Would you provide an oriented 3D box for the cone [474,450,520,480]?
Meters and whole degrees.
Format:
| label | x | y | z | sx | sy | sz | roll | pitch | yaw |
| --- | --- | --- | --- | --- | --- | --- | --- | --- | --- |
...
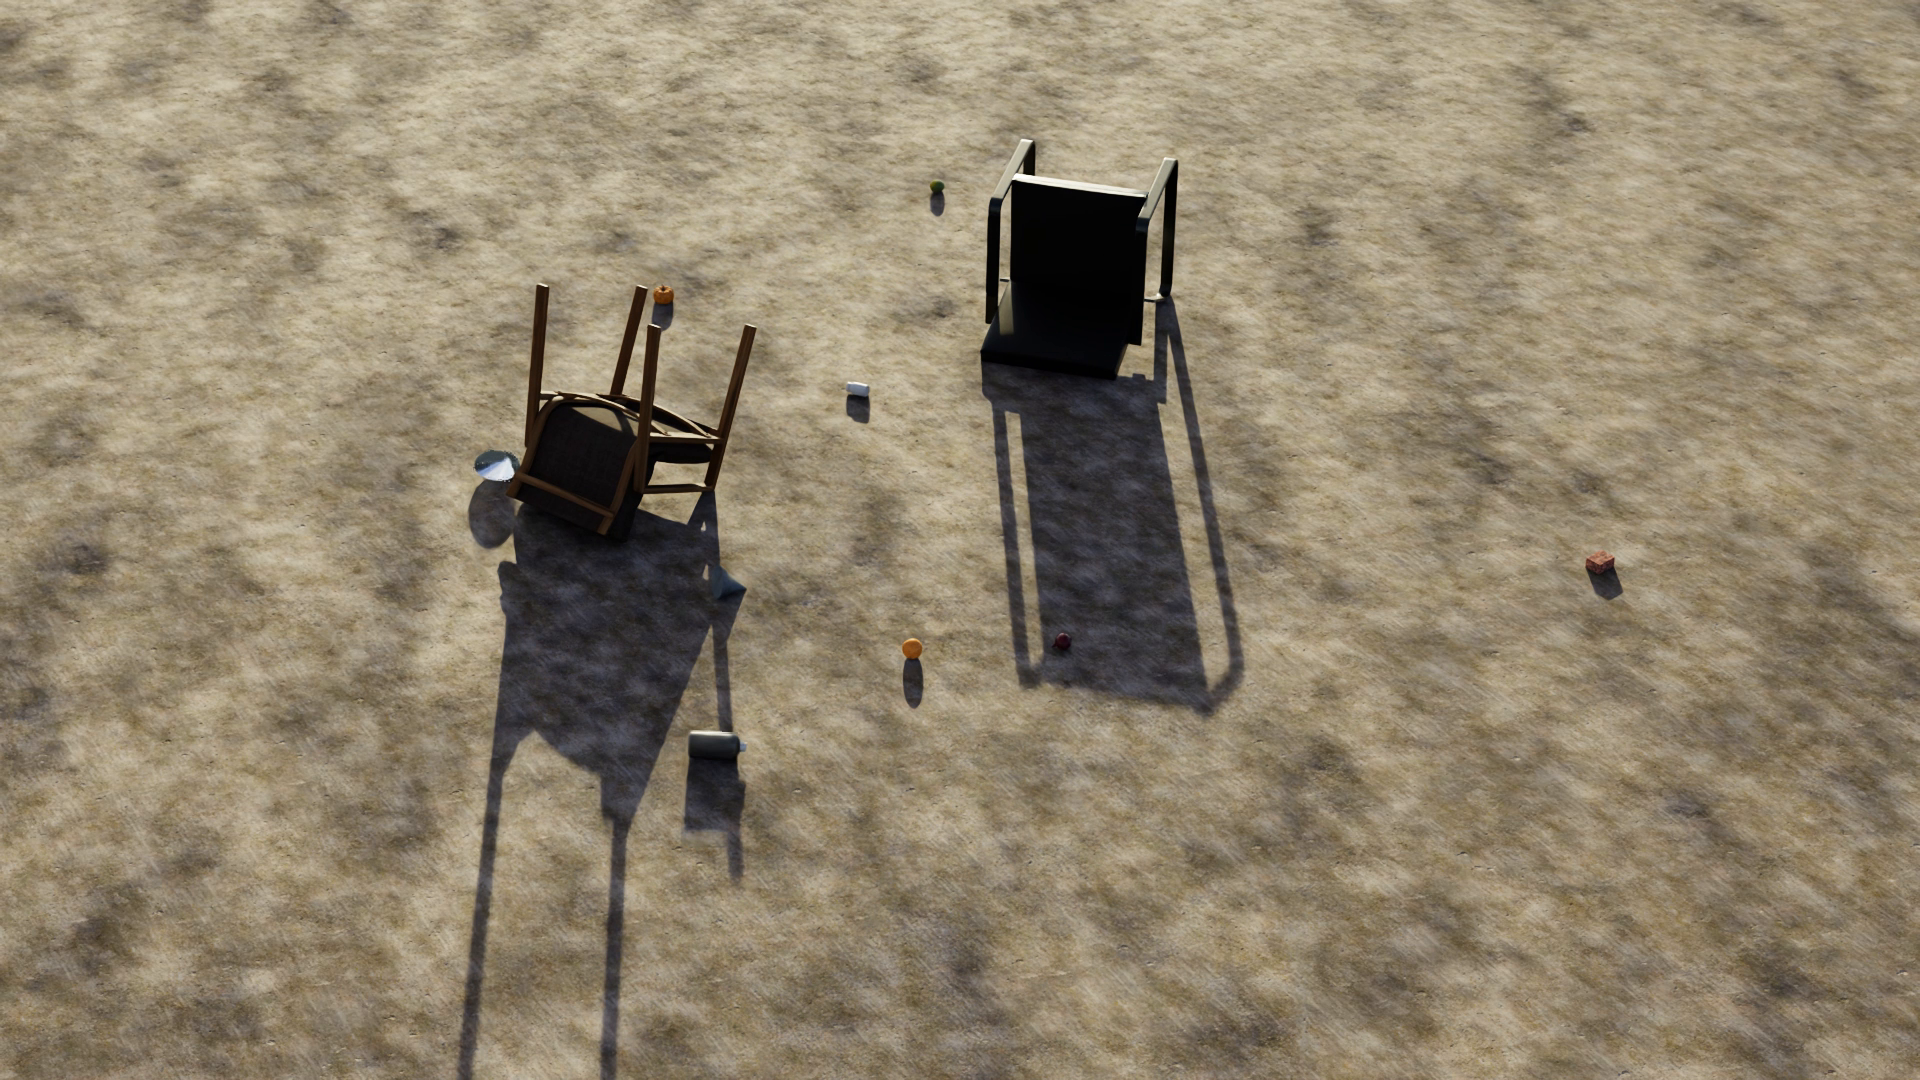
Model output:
| label | x | y | z | sx | sy | sz | roll | pitch | yaw |
| --- | --- | --- | --- | --- | --- | --- | --- | --- | --- |
| cone | -1.757 | -0.314 | 11.367 | 0.187 | 0.120 | 0.204 | 0 | 16 | 14 |

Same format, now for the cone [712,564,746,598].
| label | x | y | z | sx | sy | sz | roll | pitch | yaw |
| --- | --- | --- | --- | --- | --- | --- | --- | --- | --- |
| cone | -0.828 | 0.163 | 10.655 | 0.115 | 0.098 | 0.171 | 14 | 28 | -22 |

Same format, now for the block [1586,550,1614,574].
| label | x | y | z | sx | sy | sz | roll | pitch | yaw |
| --- | --- | --- | --- | --- | --- | --- | --- | --- | --- |
| block | 2.355 | 0.081 | 10.785 | 0.085 | 0.040 | 0.064 | -25 | 41 | -33 |
